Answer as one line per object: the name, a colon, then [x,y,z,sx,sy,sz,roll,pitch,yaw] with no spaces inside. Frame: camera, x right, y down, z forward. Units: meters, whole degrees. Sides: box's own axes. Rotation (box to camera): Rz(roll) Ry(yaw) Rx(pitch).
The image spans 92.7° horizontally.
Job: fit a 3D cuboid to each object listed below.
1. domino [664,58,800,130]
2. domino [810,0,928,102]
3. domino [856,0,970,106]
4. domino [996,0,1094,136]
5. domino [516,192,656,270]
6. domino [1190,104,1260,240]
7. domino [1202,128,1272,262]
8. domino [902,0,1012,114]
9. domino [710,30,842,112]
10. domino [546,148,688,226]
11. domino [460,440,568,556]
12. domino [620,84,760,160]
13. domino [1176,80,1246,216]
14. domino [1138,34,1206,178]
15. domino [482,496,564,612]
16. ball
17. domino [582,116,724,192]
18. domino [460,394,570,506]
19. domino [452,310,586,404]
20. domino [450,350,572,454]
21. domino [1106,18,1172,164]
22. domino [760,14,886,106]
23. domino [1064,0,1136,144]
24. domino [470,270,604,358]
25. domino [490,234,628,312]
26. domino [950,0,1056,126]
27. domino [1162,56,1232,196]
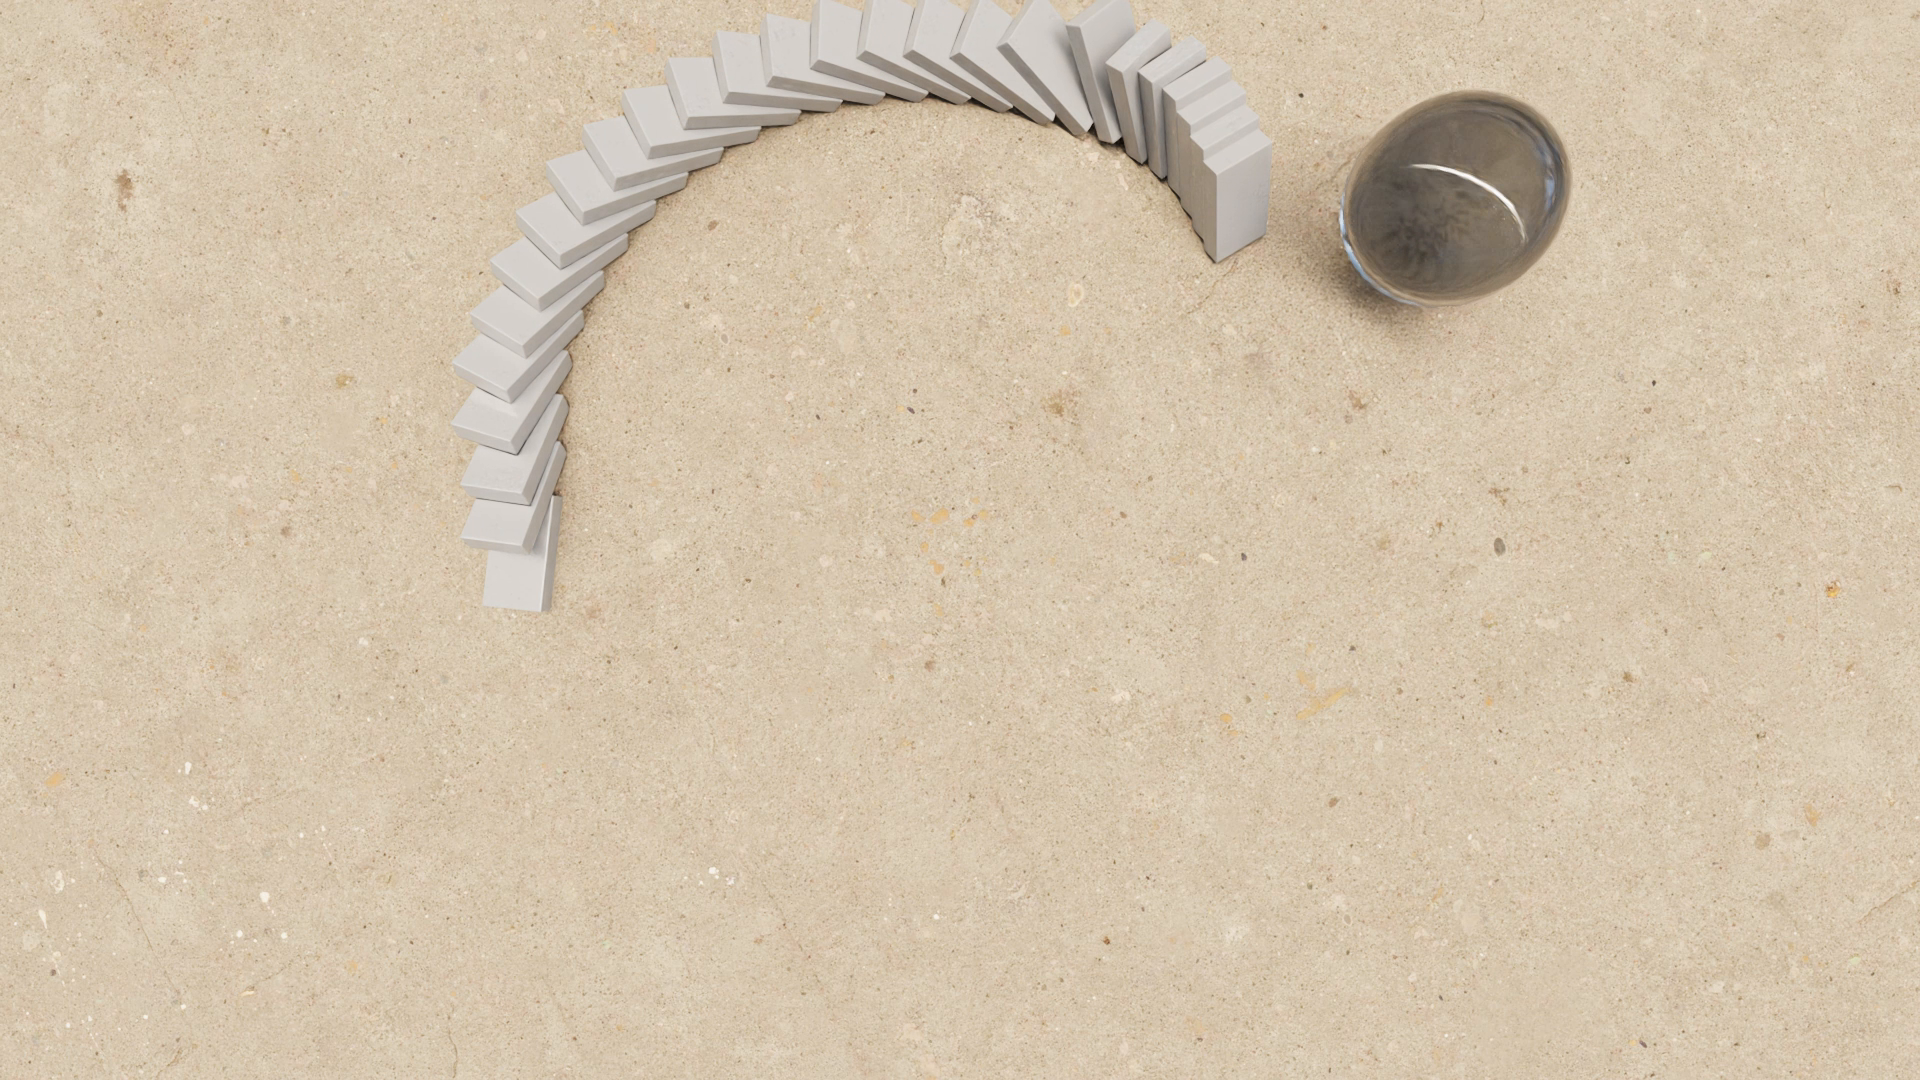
domino: [-0.095,-0.187,0.383,0.050,0.010,0.025,-19,90,-31]
domino: [-0.037,-0.204,0.383,0.050,0.009,0.025,2,90,-31]
domino: [-0.017,-0.205,0.383,0.050,0.010,0.025,9,90,-31]
domino: [0.041,-0.198,0.382,0.050,0.009,0.025,35,85,-31]
domino: [-0.155,-0.136,0.383,0.025,0.009,0.050,44,59,0]
domino: [0.108,-0.149,0.376,0.025,0.050,0.010,-30,61,0]
domino: [0.113,-0.140,0.376,0.025,0.050,0.010,-30,61,0]
domino: [0.003,-0.203,0.383,0.050,0.009,0.025,15,90,-31]
domino: [-0.076,-0.195,0.383,0.050,0.009,0.025,-11,90,-31]
domino: [-0.143,-0.153,0.383,0.050,0.009,0.025,-37,90,-31]
domino: [-0.186,-0.020,0.385,0.025,0.010,0.050,8,64,0]
domino: [-0.112,-0.177,0.383,0.050,0.009,0.025,-26,90,-31]
domino: [0.103,-0.159,0.376,0.025,0.050,0.009,-30,61,0]
domino: [0.088,-0.176,0.376,0.025,0.050,0.010,-34,61,0]
domino: [-0.188,0.004,0.395,0.025,0.010,0.050,6,90,0]
ball: [0.192,-0.132,0.360,0.080,0.080,0.080,0,90,0]
domino: [-0.128,-0.165,0.383,0.050,0.010,0.025,-32,90,-31]
domino: [-0.185,-0.040,0.384,0.025,0.010,0.050,8,61,0]
domino: [-0.184,-0.083,0.383,0.025,0.009,0.050,28,60,0]
domino: [-0.186,-0.061,0.383,0.025,0.010,0.050,17,59,0]
domino: [0.077,-0.183,0.376,0.025,0.050,0.009,-44,62,0]
domino: [-0.057,-0.200,0.383,0.050,0.010,0.025,-6,90,-31]
domino: [0.063,-0.194,0.377,0.025,0.050,0.009,-40,45,-8]
domino: [-0.176,-0.101,0.383,0.025,0.009,0.050,32,60,0]
domino: [-0.167,-0.120,0.383,0.025,0.009,0.050,39,60,0]
domino: [0.022,-0.200,0.383,0.050,0.009,0.025,21,90,-31]
domino: [0.097,-0.168,0.376,0.025,0.050,0.010,-30,61,0]
